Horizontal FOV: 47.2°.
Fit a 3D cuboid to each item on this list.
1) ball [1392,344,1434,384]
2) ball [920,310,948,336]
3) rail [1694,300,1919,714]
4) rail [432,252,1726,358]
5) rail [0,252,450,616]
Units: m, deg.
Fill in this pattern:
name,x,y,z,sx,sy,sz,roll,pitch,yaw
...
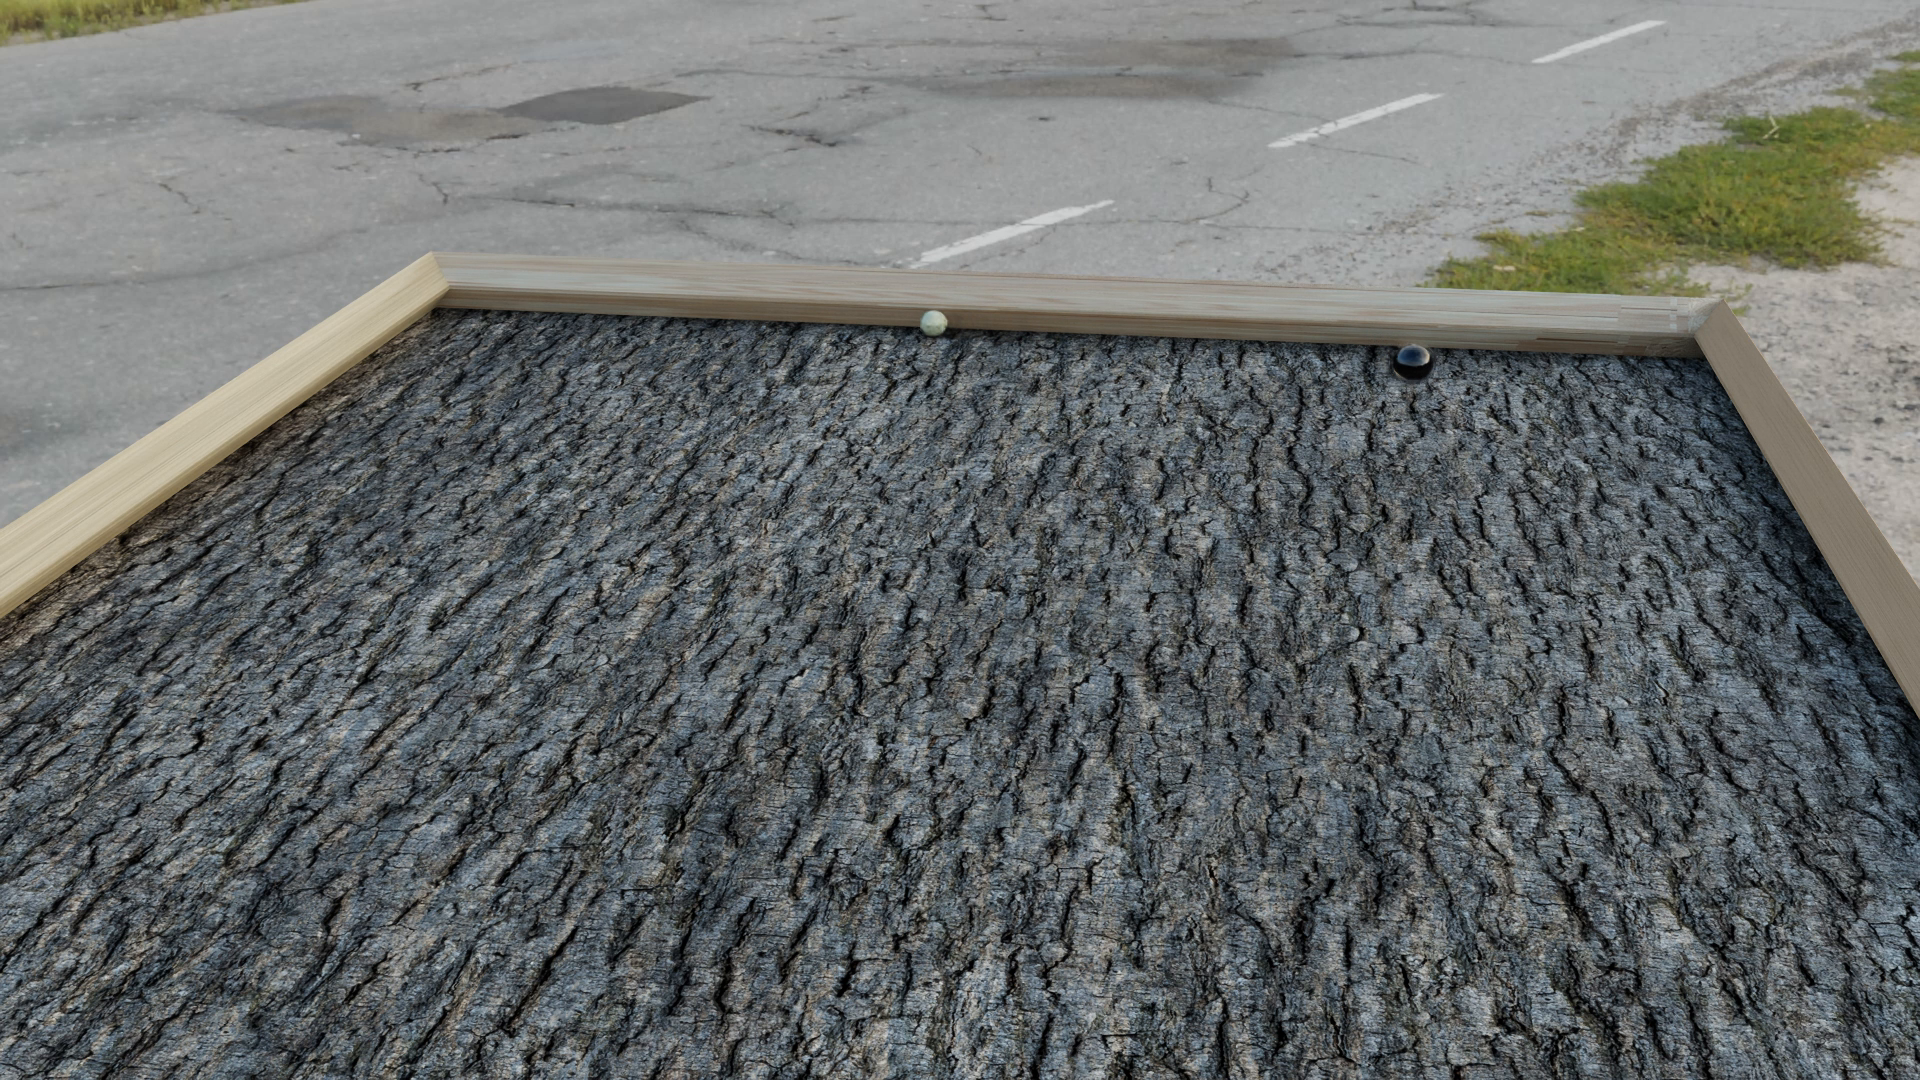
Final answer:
name,x,y,z,sx,sy,sz,roll,pitch,yaw
ball,0.661,-0.257,3.209,0.058,0.058,0.058,0,21,0
ball,-0.041,-0.339,3.443,0.041,0.041,0.041,0,21,0
rail,0.839,0.384,1.514,0.045,0.093,3.922,3,21,8
rail,0.140,-0.364,3.435,2.033,0.093,0.045,3,21,8
rail,-1.125,0.279,1.784,0.045,0.093,3.922,3,21,8
